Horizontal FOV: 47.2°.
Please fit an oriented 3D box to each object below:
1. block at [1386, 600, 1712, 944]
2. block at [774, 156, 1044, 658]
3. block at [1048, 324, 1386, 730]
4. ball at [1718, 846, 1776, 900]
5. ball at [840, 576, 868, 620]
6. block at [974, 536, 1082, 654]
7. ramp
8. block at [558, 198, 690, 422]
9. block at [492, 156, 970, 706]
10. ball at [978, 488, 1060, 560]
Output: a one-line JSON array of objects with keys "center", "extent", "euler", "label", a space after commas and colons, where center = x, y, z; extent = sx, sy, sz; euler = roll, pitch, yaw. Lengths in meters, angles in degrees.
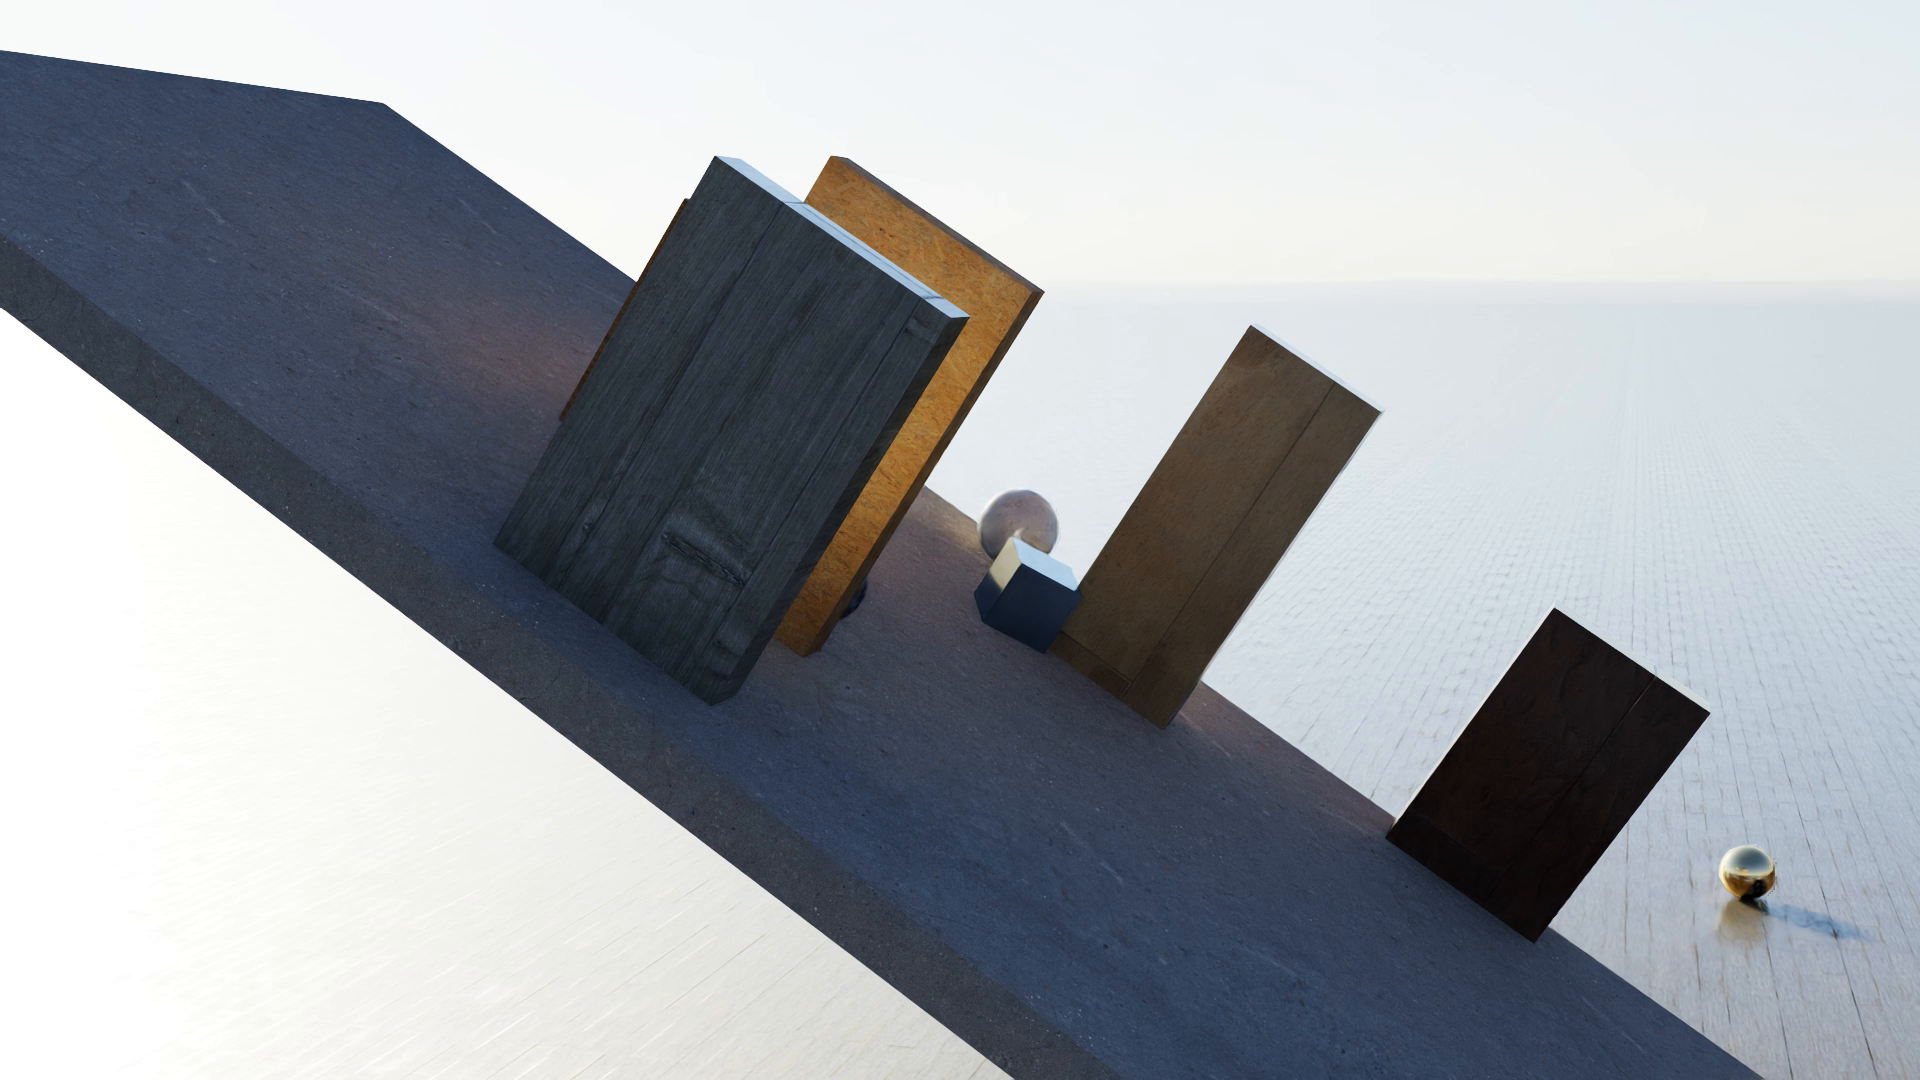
[{"center": [1.231, 0.486, 4.625], "extent": [0.374, 0.611, 0.117], "euler": [35, 15, 10], "label": "block"}, {"center": [-0.226, -0.219, 3.685], "extent": [0.407, 0.731, 0.083], "euler": [35, 15, 10], "label": "block"}, {"center": [0.505, -0.024, 4.441], "extent": [0.308, 0.781, 0.095], "euler": [35, 15, 10], "label": "block"}, {"center": [2.337, 0.987, 6.526], "extent": [0.159, 0.159, 0.159], "euler": [0, 7, 0], "label": "ball"}, {"center": [-0.238, 0.071, 3.871], "extent": [0.150, 0.150, 0.150], "euler": [0, 7, 0], "label": "ball"}, {"center": [0.138, 0.112, 4.501], "extent": [0.148, 0.148, 0.148], "euler": [28, 16, -16], "label": "block"}, {"center": [-0.131, 0.220, 4.101], "extent": [4.000, 0.100, 2.000], "euler": [35, 15, 10], "label": "ramp"}, {"center": [-0.446, -0.317, 4.034], "extent": [0.386, 0.480, 0.126], "euler": [35, 15, 10], "label": "block"}, {"center": [-0.353, -0.161, 3.311], "extent": [0.431, 0.698, 0.098], "euler": [35, 15, 10], "label": "block"}, {"center": [0.129, -0.026, 4.855], "extent": [0.180, 0.180, 0.180], "euler": [0, 7, 0], "label": "ball"}]
